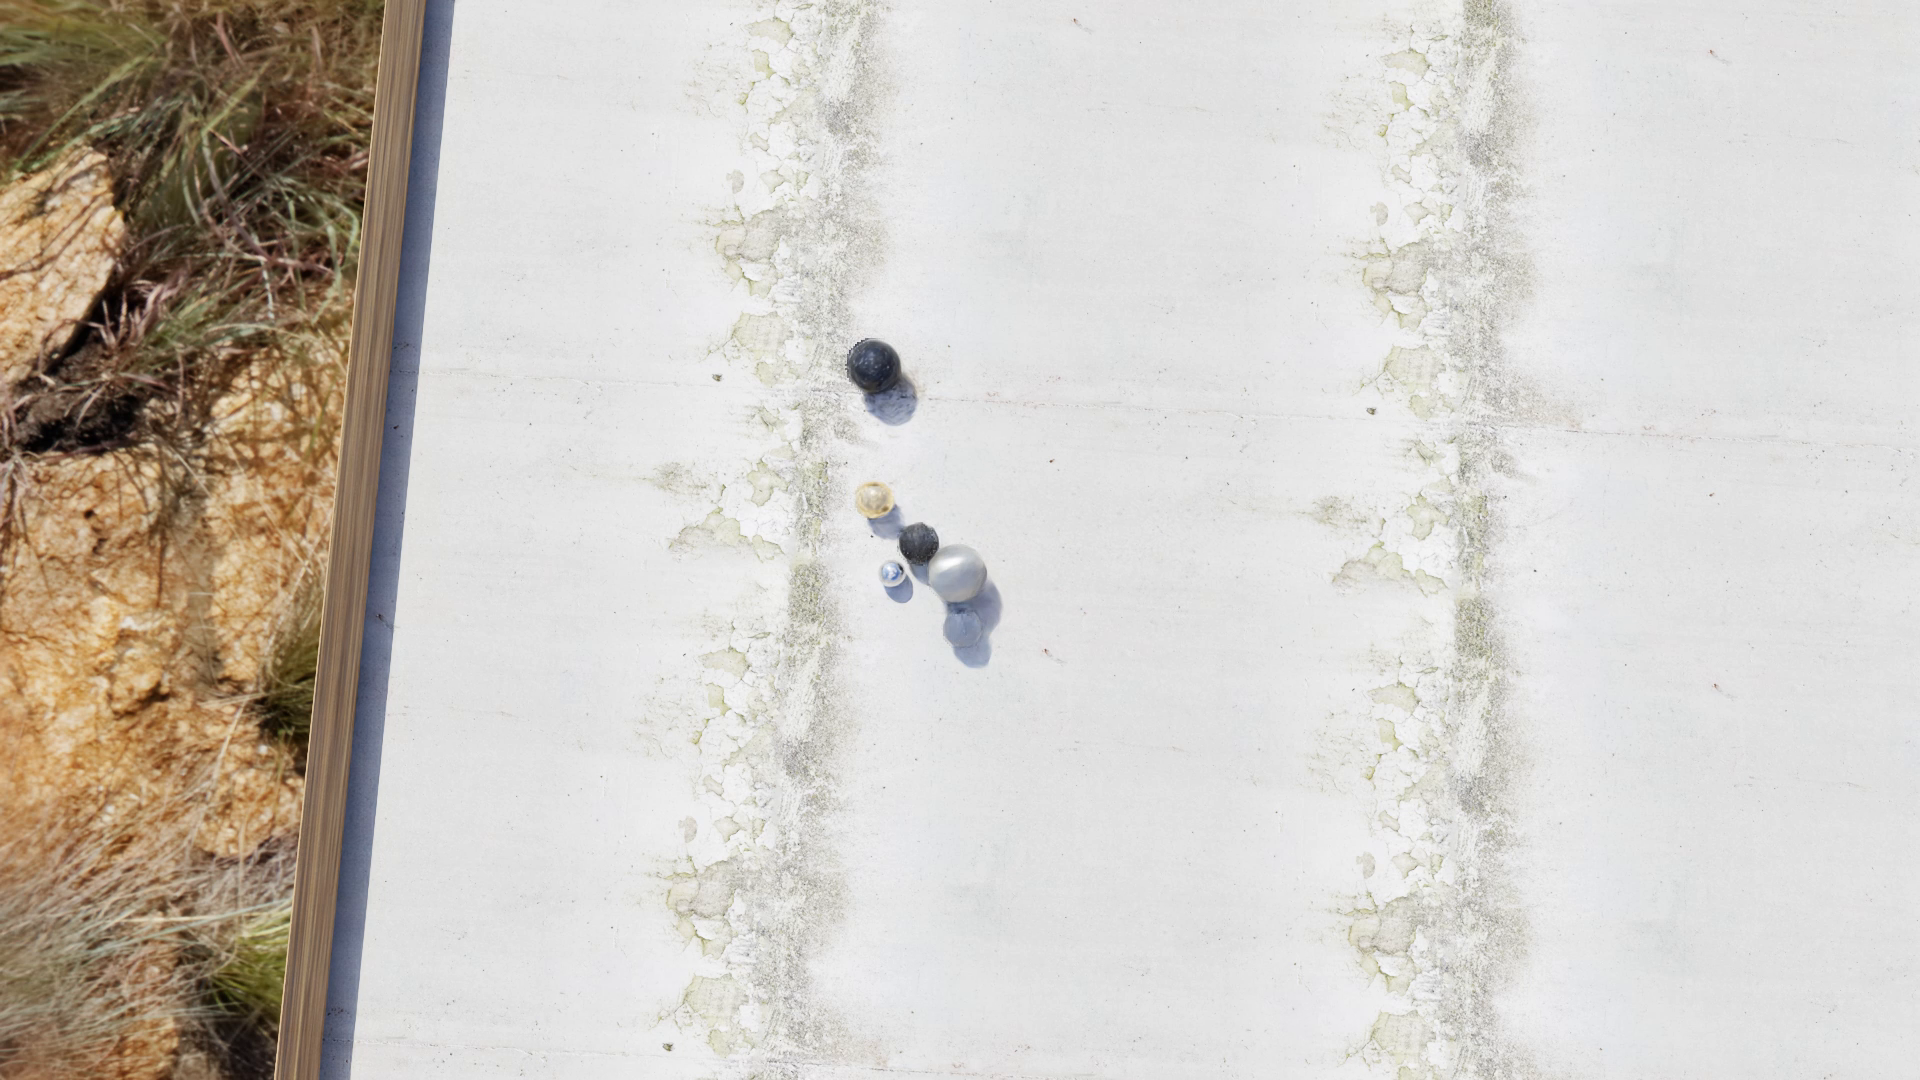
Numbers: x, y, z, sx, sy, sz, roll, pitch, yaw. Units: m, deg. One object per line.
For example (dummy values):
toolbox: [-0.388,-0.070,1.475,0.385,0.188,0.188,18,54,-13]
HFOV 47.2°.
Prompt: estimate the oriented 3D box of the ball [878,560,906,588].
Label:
ball: [-0.102,0.050,3.288,0.042,0.042,0.042,0,80,0]

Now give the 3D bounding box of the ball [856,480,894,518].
ball: [-0.127,-0.061,3.300,0.057,0.057,0.057,0,80,0]

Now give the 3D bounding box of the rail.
rail: [-0.891,-0.051,3.268,0.045,0.114,2.082,3,80,1]

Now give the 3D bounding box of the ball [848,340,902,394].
ball: [-0.128,-0.261,3.323,0.082,0.082,0.082,0,80,0]

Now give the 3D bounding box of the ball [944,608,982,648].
ball: [0.004,0.131,3.266,0.058,0.058,0.058,0,80,0]

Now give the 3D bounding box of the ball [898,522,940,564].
ball: [-0.061,0.005,3.286,0.061,0.061,0.061,0,80,0]

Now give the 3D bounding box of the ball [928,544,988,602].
ball: [-0.004,0.049,3.265,0.088,0.088,0.088,0,80,0]
